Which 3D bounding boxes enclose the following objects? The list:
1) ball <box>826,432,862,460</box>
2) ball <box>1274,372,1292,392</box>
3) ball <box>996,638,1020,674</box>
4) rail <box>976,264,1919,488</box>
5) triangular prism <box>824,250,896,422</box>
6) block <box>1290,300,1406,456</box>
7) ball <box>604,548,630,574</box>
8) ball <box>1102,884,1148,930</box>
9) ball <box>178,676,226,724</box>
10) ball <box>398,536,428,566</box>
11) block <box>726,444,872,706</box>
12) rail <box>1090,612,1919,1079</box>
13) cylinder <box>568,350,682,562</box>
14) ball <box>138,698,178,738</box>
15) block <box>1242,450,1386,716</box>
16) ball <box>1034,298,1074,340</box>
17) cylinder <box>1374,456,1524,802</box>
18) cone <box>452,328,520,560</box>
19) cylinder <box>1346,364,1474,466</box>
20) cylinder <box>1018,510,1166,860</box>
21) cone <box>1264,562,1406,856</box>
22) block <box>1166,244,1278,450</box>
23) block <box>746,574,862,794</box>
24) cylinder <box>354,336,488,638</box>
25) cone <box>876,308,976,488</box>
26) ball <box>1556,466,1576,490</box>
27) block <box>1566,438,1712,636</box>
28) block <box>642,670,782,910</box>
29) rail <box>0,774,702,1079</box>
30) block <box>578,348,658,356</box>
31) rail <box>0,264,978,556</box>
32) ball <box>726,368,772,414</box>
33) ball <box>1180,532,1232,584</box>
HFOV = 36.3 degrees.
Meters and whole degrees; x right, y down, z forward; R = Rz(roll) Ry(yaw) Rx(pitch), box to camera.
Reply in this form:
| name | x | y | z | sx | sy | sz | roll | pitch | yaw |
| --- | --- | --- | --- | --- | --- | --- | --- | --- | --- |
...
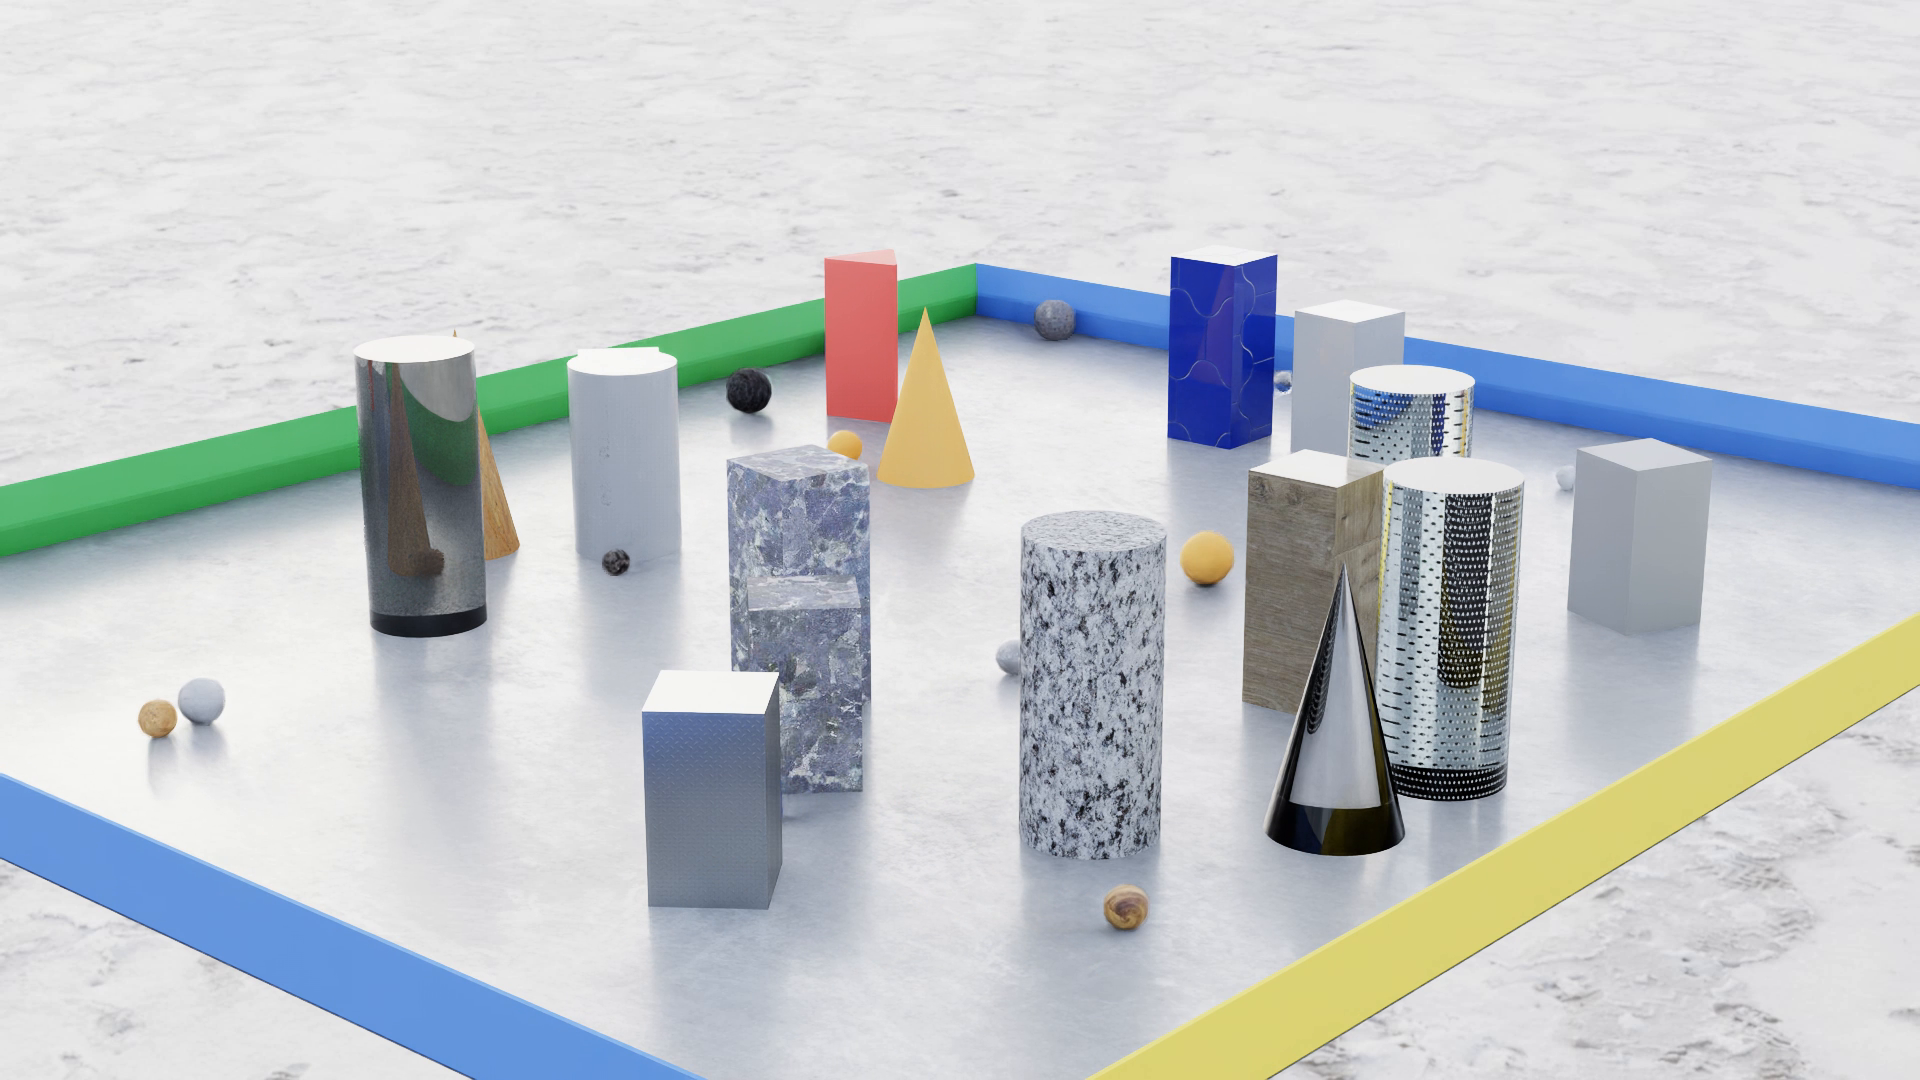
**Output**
| name | x | y | z | sx | sy | sz | roll | pitch | yaw |
| --- | --- | --- | --- | --- | --- | --- | --- | --- | --- |
| ball | -0.235 | -0.185 | 5.944 | 0.072 | 0.072 | 0.072 | 0 | 17 | 0 |
| ball | 0.725 | -0.352 | 6.539 | 0.048 | 0.048 | 0.048 | 0 | 17 | 0 |
| ball | 0.087 | 0.187 | 4.729 | 0.060 | 0.060 | 0.060 | 0 | 17 | 0 |
| rail | 1.133 | -0.344 | 6.370 | 2.940 | 0.129 | 0.045 | 14 | 22 | 39 |
| triangular prism | -0.181 | -0.446 | 6.336 | 0.172 | 0.345 | 0.149 | 8 | 19 | 25 |
| block | 0.795 | -0.325 | 6.017 | 0.159 | 0.297 | 0.159 | -15 | 22 | -41 |
| ball | -0.614 | 0.039 | 5.245 | 0.047 | 0.047 | 0.047 | 0 | 17 | 0 |
| ball | 0.214 | 0.473 | 3.781 | 0.059 | 0.059 | 0.059 | 0 | 17 | 0 |
| ball | -1.166 | 0.246 | 4.510 | 0.074 | 0.074 | 0.074 | 0 | 17 | 0 |
| ball | -0.988 | 0.020 | 5.295 | 0.054 | 0.054 | 0.054 | 0 | 17 | 0 |
| block | -0.250 | 0.066 | 4.563 | 0.159 | 0.387 | 0.159 | -12 | 20 | -34 |
| rail | 1.092 | 0.306 | 4.212 | 0.045 | 0.129 | 3.505 | 14 | 22 | 39 |
| cylinder | -0.613 | -0.156 | 5.369 | 0.199 | 0.348 | 0.199 | 0 | 17 | 0 |
| ball | -1.219 | 0.270 | 4.455 | 0.059 | 0.059 | 0.059 | 0 | 17 | 0 |
| block | 0.555 | 0.070 | 4.568 | 0.159 | 0.377 | 0.159 | 13 | 21 | 37 |
| ball | 0.225 | -0.529 | 7.040 | 0.099 | 0.099 | 0.099 | 0 | 17 | 0 |
| cylinder | 0.702 | 0.127 | 4.237 | 0.199 | 0.459 | 0.199 | 0 | 17 | 0 |
| cone | -0.912 | -0.185 | 5.352 | 0.199 | 0.414 | 0.199 | 0 | 17 | 0 |
| cylinder | 0.725 | -0.035 | 4.766 | 0.199 | 0.465 | 0.199 | 0 | 17 | 0 |
| cylinder | 0.181 | 0.198 | 4.036 | 0.199 | 0.440 | 0.199 | 0 | 17 | 0 |
| cone | 0.524 | 0.216 | 4.054 | 0.199 | 0.394 | 0.199 | 0 | 17 | 0 |
| block | 0.547 | -0.405 | 6.126 | 0.159 | 0.387 | 0.159 | 13 | 21 | 37 |
| block | -0.227 | 0.209 | 4.273 | 0.159 | 0.280 | 0.159 | -1 | 17 | -5 |
| cylinder | -0.906 | -0.091 | 4.936 | 0.199 | 0.473 | 0.199 | 0 | 17 | 0 |
| cone | -0.069 | -0.296 | 5.839 | 0.199 | 0.345 | 0.199 | 0 | 17 | 0 |
| ball | 1.200 | -0.124 | 5.781 | 0.048 | 0.048 | 0.048 | 0 | 17 | 0 |
| block | 1.153 | -0.007 | 4.980 | 0.159 | 0.287 | 0.159 | -8 | 19 | -25 |
| block | -0.326 | 0.330 | 3.886 | 0.159 | 0.273 | 0.159 | 1 | 17 | 3 |
| rail | -1.133 | 0.409 | 3.870 | 2.940 | 0.129 | 0.045 | 14 | 22 | 39 |
| block | -0.671 | -0.238 | 5.803 | 0.159 | 0.254 | 0.159 | -2 | 17 | -7 |
| rail | -1.092 | -0.241 | 6.028 | 0.045 | 0.129 | 3.505 | 14 | 22 | 39 |
| ball | -0.457 | -0.324 | 6.360 | 0.098 | 0.098 | 0.098 | 0 | 17 | 0 |
| ball | 0.435 | 0.033 | 5.183 | 0.094 | 0.094 | 0.094 | 0 | 17 | 0 |
